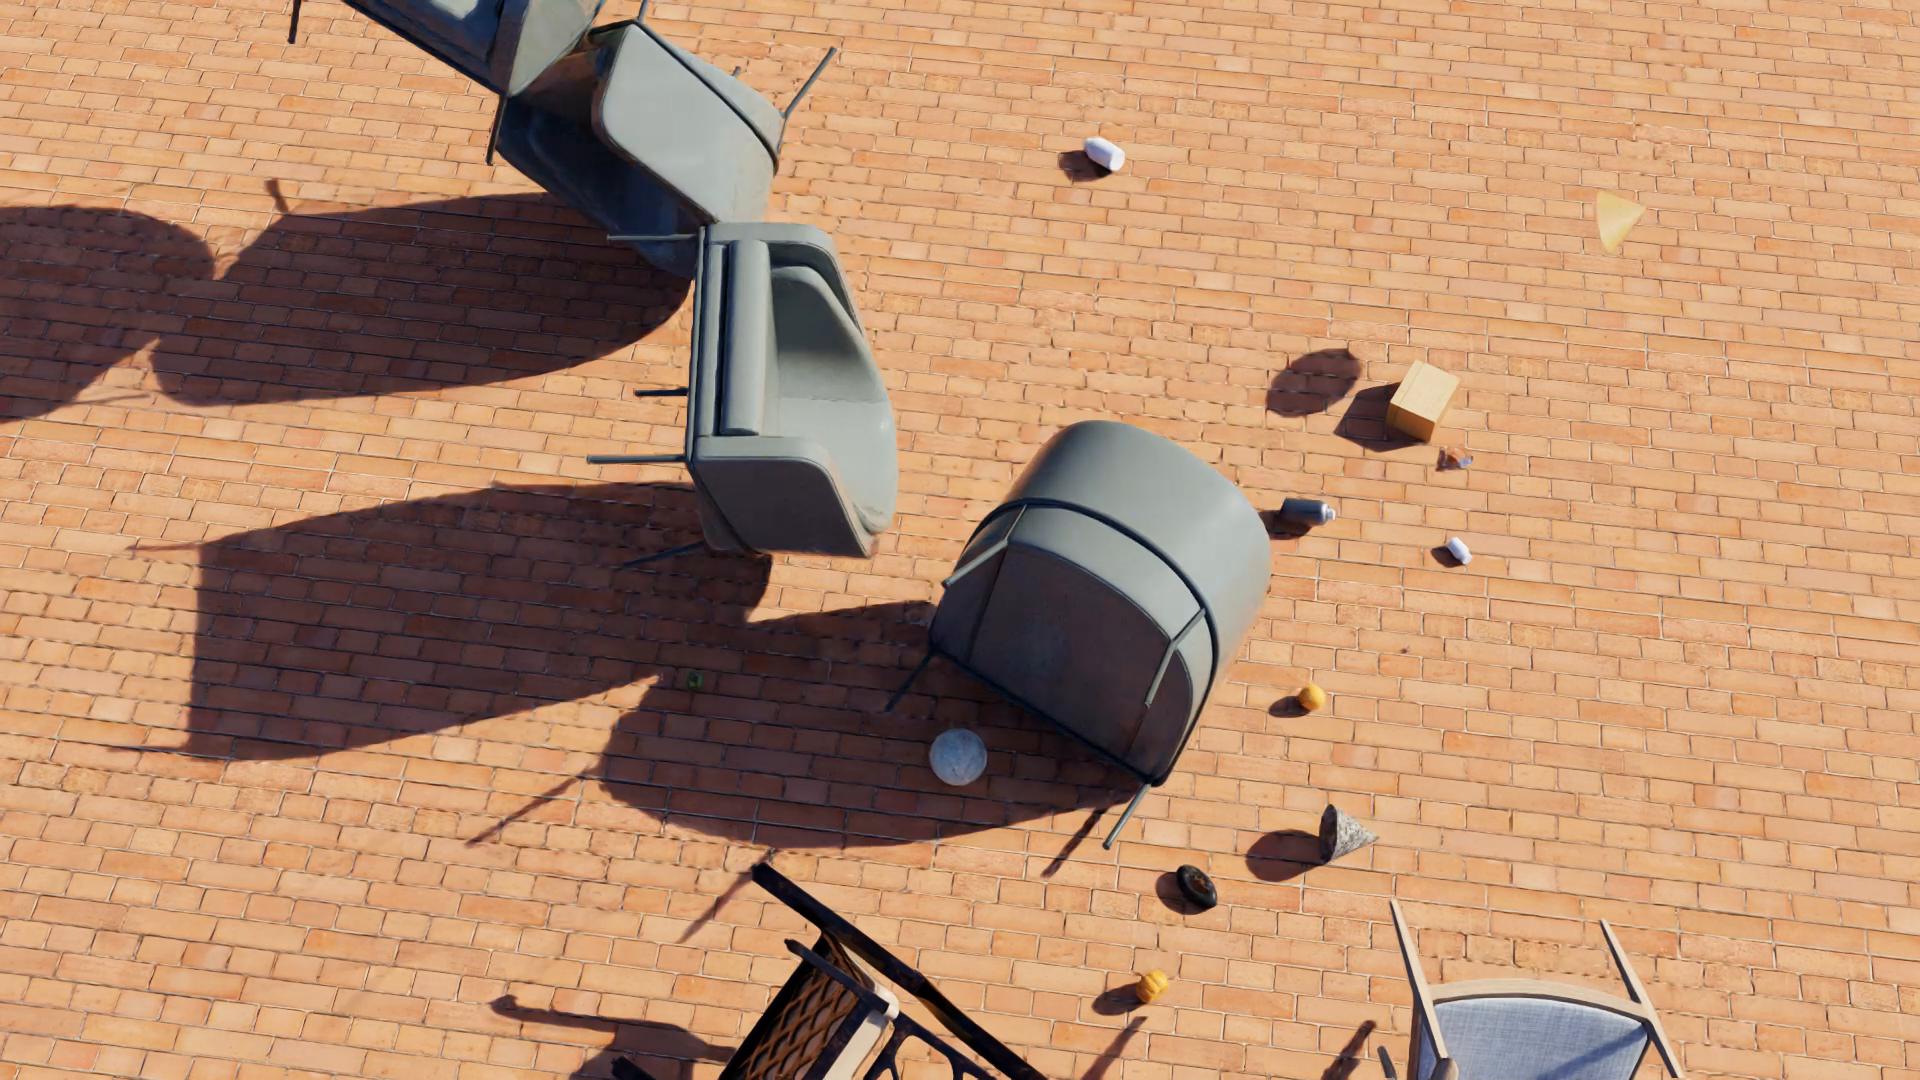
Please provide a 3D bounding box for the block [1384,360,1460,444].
[{"bbox_3d":[1.430,-0.430,6.798,0.151,0.106,0.196,26,60,16],"label":"block"}]

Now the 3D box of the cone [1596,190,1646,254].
[{"bbox_3d":[1.984,-0.968,6.545,0.126,0.151,0.273,-18,33,32],"label":"cone"}]

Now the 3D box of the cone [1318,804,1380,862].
[{"bbox_3d":[1.070,0.802,5.962,0.151,0.159,0.147,7,14,-9],"label":"cone"}]

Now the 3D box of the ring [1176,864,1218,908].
[{"bbox_3d":[0.638,0.934,5.920,0.083,0.046,0.145,-31,63,-21],"label":"ring"}]

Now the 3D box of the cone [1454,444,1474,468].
[{"bbox_3d":[1.526,-0.271,6.725,0.053,0.054,0.085,-34,55,16],"label":"cone"}]

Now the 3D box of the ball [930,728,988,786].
[{"bbox_3d":[-0.005,0.599,6.077,0.159,0.159,0.159,0,56,0],"label":"ball"}]
